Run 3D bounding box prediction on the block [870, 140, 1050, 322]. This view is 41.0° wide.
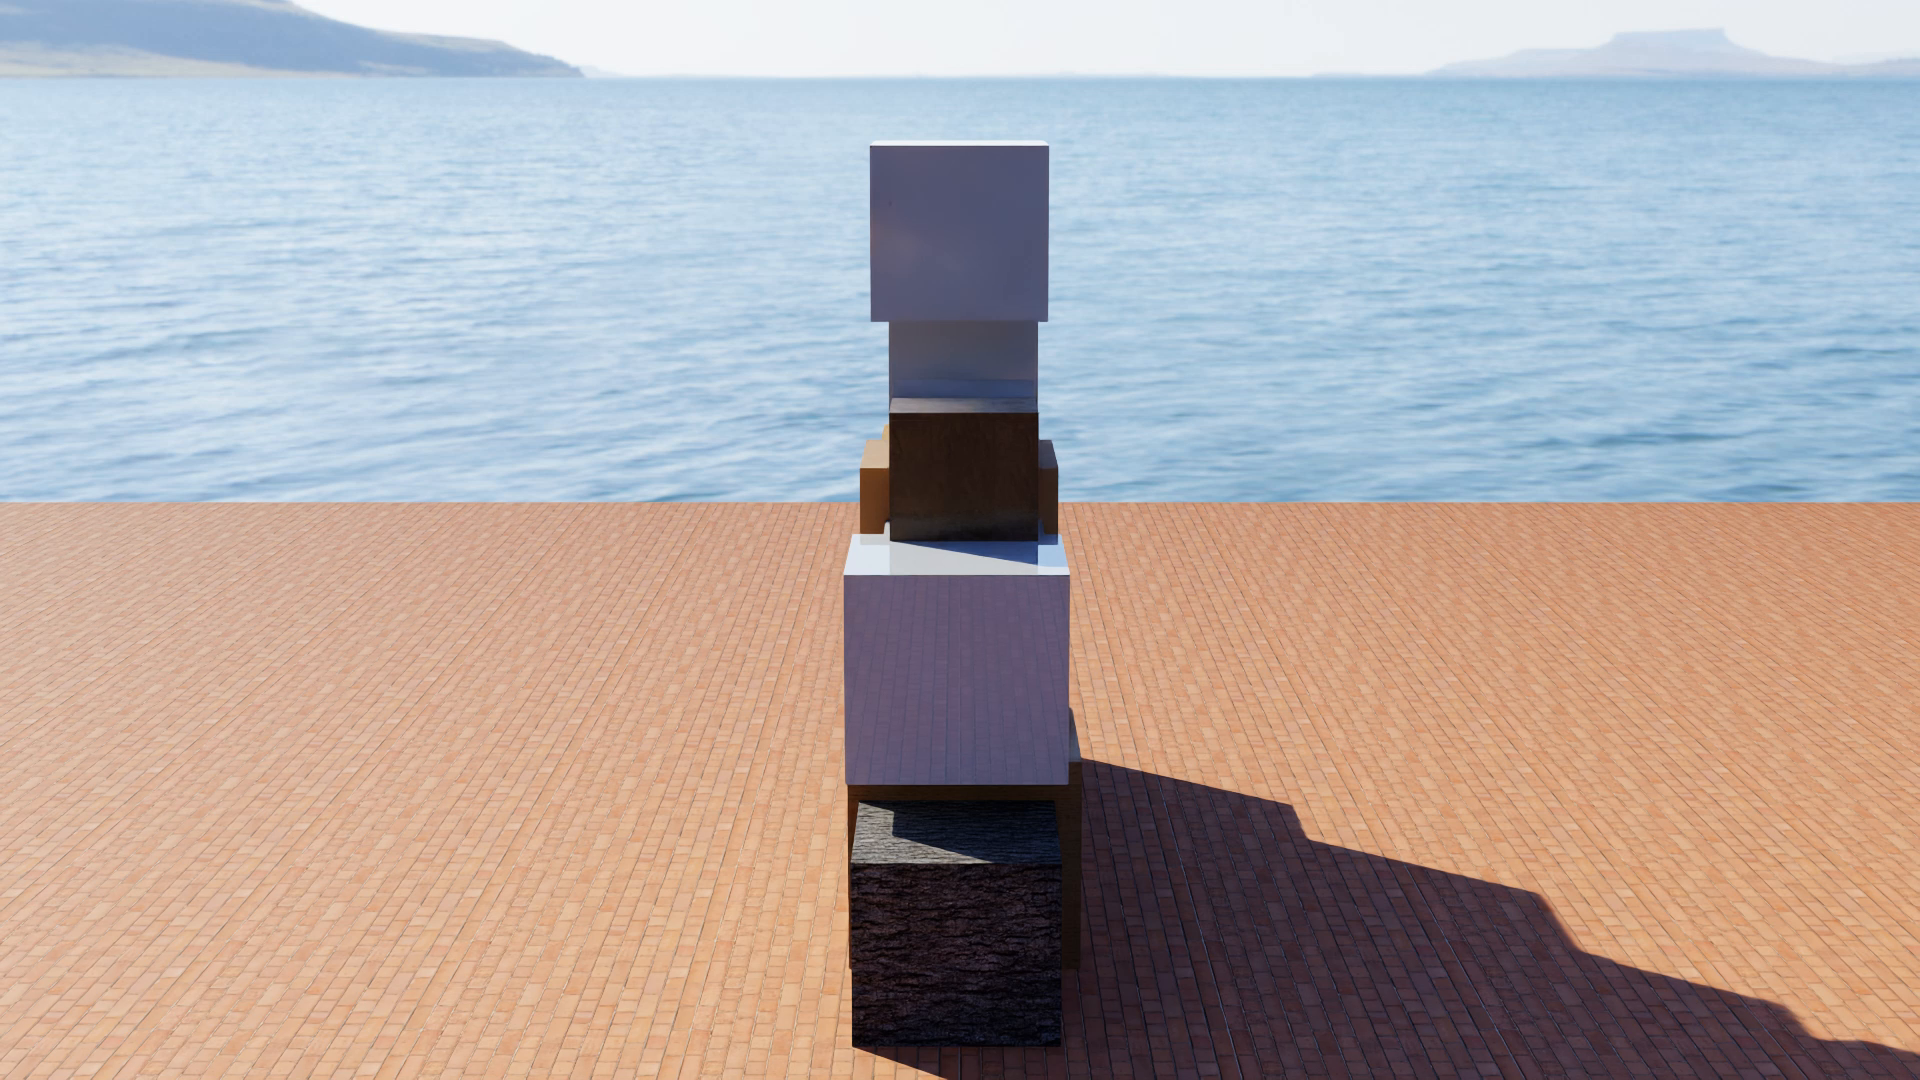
[{"bbox_3d":[-0.002,-1.289,10.626,0.716,0.704,0.716,0,10,0],"label":"block"}]

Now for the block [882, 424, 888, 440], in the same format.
[{"bbox_3d":[-0.002,-0.103,12.384,0.743,0.809,0.783,0,11,0],"label":"block"}]

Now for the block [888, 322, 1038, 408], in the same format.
[{"bbox_3d":[0.014,-0.664,11.075,0.624,0.687,0.669,0,10,0],"label":"block"}]

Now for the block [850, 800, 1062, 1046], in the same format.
[{"bbox_3d":[-0.013,1.436,9.718,0.763,0.697,0.817,0,10,0],"label":"block"}]

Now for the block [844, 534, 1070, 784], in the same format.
[{"bbox_3d":[-0.012,0.452,10.070,0.847,0.811,0.853,0,10,0],"label":"block"}]

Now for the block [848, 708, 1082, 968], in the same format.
[{"bbox_3d":[0.018,1.208,10.548,0.920,0.848,0.878,0,10,0],"label":"block"}]

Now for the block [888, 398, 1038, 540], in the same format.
[{"bbox_3d":[0.015,-0.297,10.506,0.595,0.512,0.572,0,9,0],"label":"block"}]

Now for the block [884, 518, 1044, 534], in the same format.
[{"bbox_3d":[0.017,0.263,10.810,0.672,0.596,0.657,0,11,0],"label":"block"}]

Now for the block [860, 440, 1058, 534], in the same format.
[{"bbox_3d":[-0.004,0.014,11.557,0.858,0.819,0.875,0,10,0],"label":"block"}]
